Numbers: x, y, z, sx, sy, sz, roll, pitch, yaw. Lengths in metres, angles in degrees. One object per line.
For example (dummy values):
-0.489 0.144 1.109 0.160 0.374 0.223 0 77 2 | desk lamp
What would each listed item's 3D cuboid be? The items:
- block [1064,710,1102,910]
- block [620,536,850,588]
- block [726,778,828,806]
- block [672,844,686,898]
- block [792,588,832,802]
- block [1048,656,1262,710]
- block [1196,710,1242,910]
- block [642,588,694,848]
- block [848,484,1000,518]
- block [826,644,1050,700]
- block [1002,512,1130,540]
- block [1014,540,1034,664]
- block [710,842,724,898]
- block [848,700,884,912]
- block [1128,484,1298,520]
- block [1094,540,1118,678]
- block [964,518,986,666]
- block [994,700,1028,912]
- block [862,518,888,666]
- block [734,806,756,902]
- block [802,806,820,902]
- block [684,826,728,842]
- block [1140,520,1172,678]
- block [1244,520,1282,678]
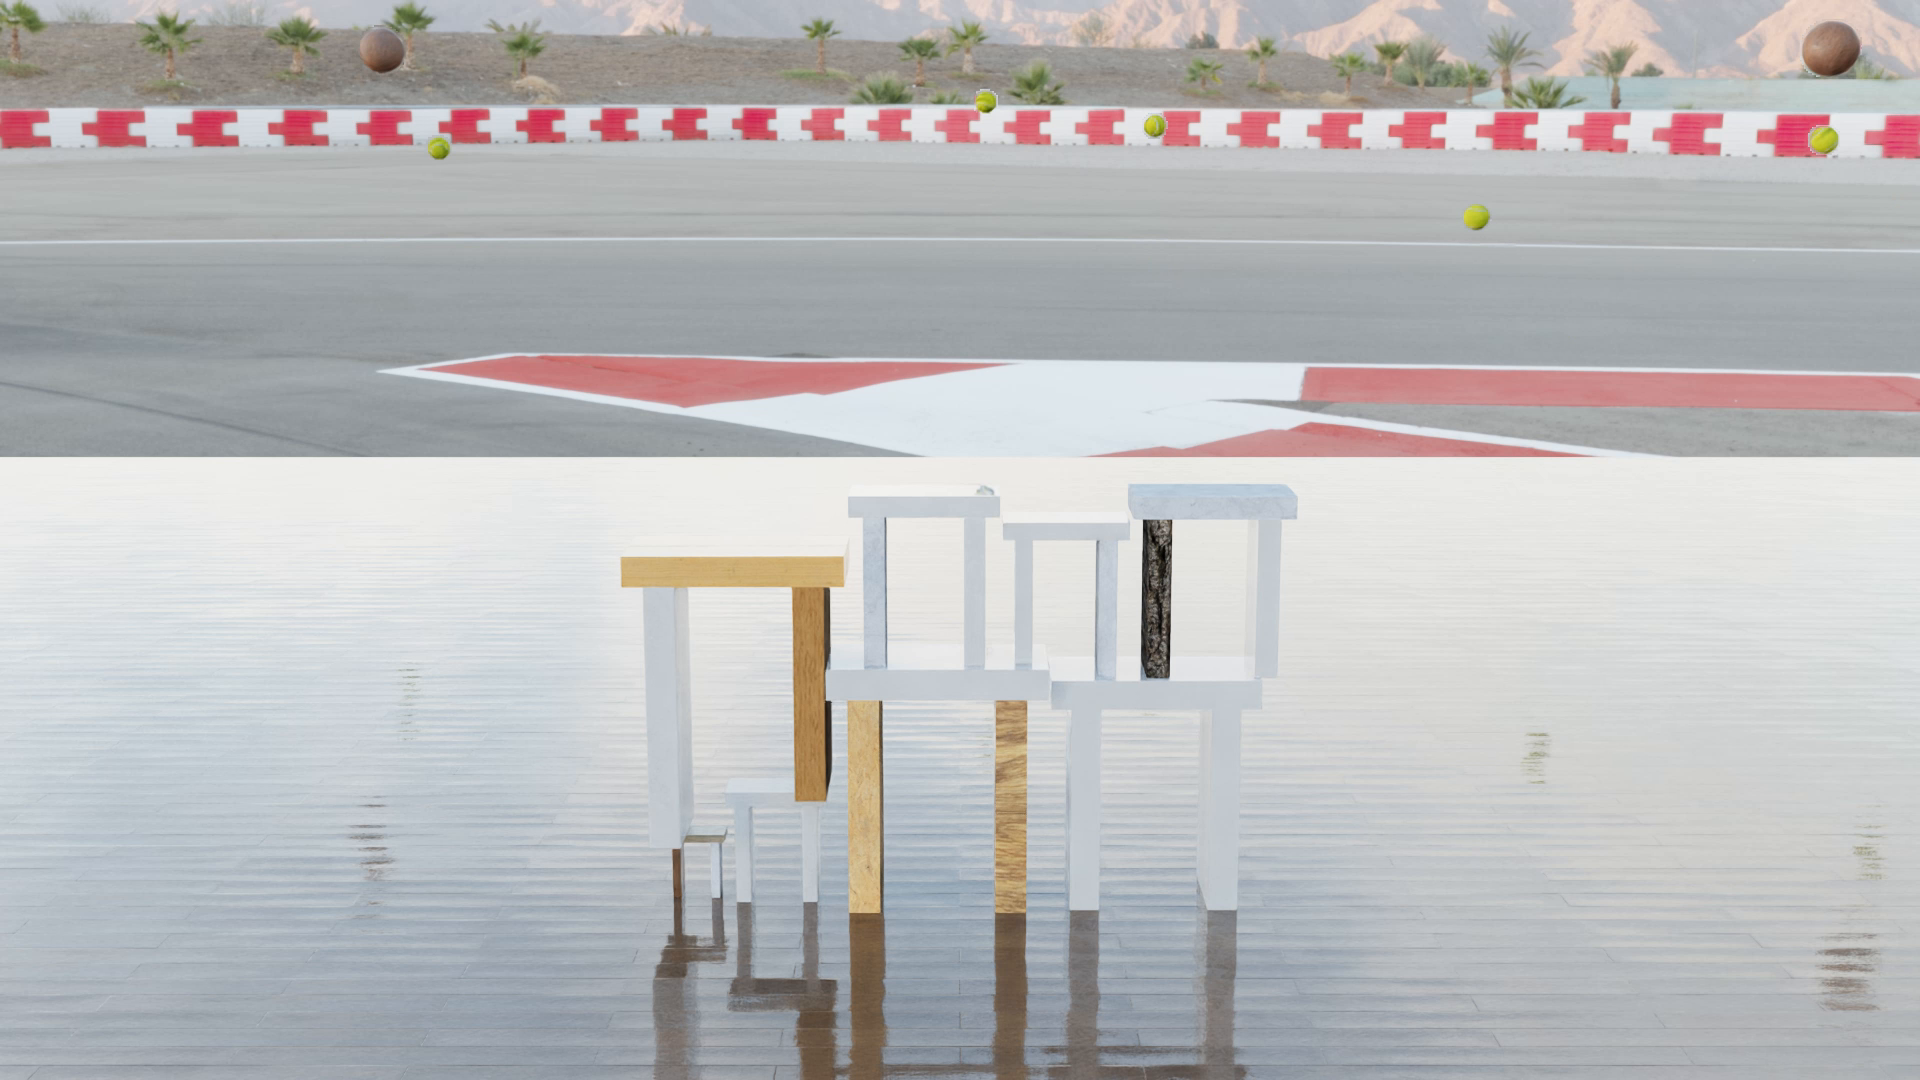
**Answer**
0.203 0.423 3.643 0.048 0.338 0.169 0 11 0 | block
-0.359 0.034 3.563 0.353 0.050 0.176 0 11 0 | block
-0.302 0.417 3.636 0.165 0.023 0.082 0 11 -1 | block
-0.469 0.542 3.664 0.014 0.095 0.048 0 11 0 | block
-0.241 0.232 3.599 0.050 0.353 0.176 0 11 0 | block
0.316 0.234 3.608 0.338 0.048 0.169 0 11 0 | block
0.428 0.423 3.643 0.048 0.338 0.169 0 11 0 | block
-0.477 0.271 3.607 0.050 0.432 0.176 0 11 0 | block
-0.057 -0.063 3.544 0.241 0.034 0.121 0 11 0 | block
-0.036 0.215 3.596 0.356 0.050 0.178 0 11 0 | block
0.170 -0.023 3.552 0.203 0.029 0.101 0 11 0 | block
0.102 0.091 3.573 0.029 0.203 0.101 0 11 0 | block
-0.405 0.542 3.664 0.014 0.095 0.048 0 11 0 | block
-0.155 0.415 3.633 0.050 0.356 0.178 0 11 0 | block
0.406 -0.062 3.551 0.259 0.037 0.130 0 11 0 | block
0.237 0.102 3.575 0.029 0.224 0.101 0 11 0 | block
0.023 0.072 3.569 0.034 0.241 0.121 0 11 0 | block
0.083 0.415 3.633 0.050 0.356 0.178 0 11 0 | block
-0.137 0.072 3.569 0.034 0.241 0.121 0 11 0 | block
-0.358 0.509 3.655 0.023 0.165 0.082 -1 11 0 | block
-0.247 0.509 3.655 0.023 0.165 0.082 0 11 0 | block
-0.437 0.489 3.653 0.095 0.014 0.048 0 11 0 | block
0.319 0.083 3.578 0.037 0.259 0.130 0 11 0 | block
0.492 0.083 3.578 0.037 0.259 0.130 0 11 0 | block
